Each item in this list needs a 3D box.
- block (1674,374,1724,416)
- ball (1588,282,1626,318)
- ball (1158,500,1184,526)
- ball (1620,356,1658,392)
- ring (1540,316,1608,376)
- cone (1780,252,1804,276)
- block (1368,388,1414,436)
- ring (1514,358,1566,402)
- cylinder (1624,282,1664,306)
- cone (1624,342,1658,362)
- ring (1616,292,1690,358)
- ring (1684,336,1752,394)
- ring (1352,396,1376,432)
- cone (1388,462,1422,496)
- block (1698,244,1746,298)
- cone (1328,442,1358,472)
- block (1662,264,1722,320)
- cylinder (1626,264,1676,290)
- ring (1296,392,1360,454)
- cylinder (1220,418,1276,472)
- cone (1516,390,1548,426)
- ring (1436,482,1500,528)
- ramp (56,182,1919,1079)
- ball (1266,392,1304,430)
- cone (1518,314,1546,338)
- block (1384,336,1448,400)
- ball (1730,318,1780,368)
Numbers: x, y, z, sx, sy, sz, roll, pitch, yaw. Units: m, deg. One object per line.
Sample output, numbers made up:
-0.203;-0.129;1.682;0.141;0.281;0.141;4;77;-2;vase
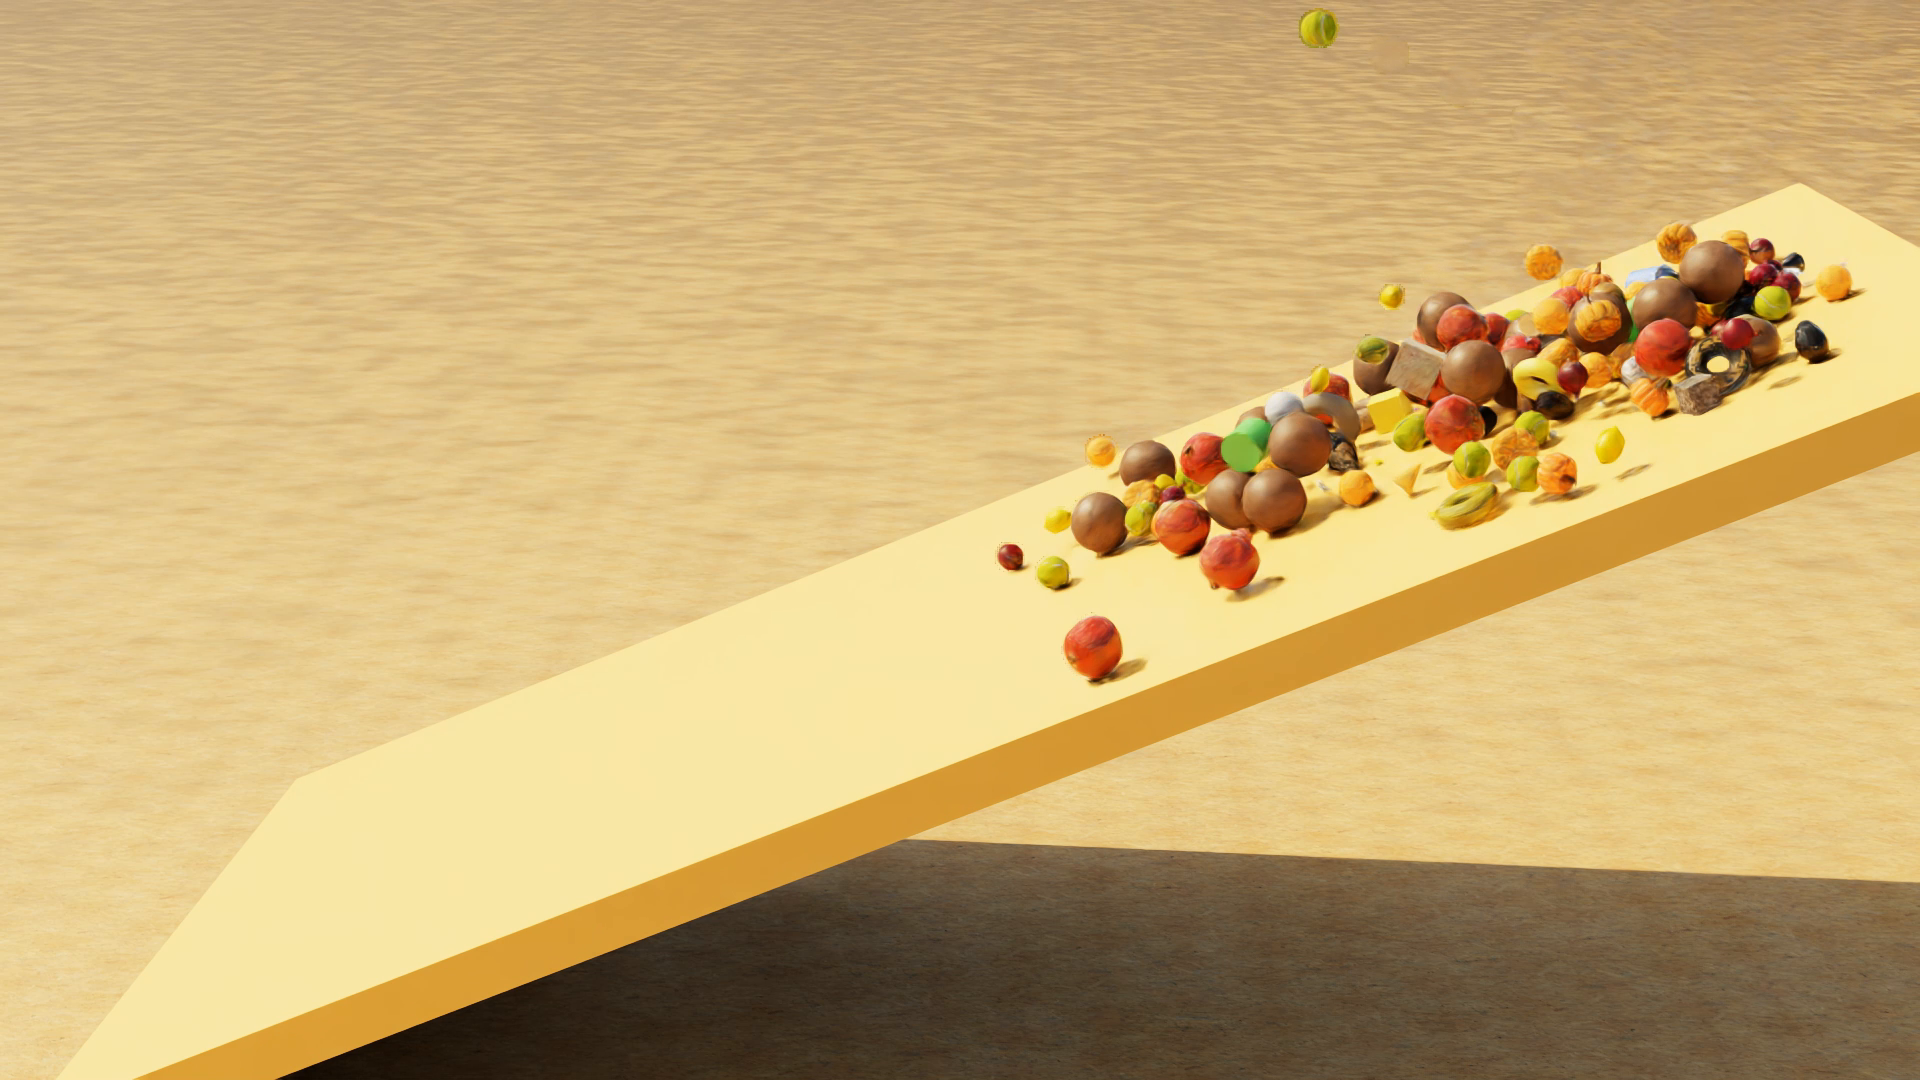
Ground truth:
1.383;-0.272;5.510;0.058;0.058;0.058;-25;12;-8;block
1.332;-0.493;6.059;0.075;0.075;0.075;0;14;0;ball
0.452;-0.057;6.302;0.055;0.055;0.055;0;14;0;ball
1.337;-0.327;5.794;0.072;0.072;0.072;0;14;0;ball
1.265;-0.400;6.053;0.143;0.048;0.143;3;59;-5;ring
1.703;-0.565;6.054;0.050;0.050;0.050;-12;18;-40;cone
0.928;-0.278;6.333;0.071;0.071;0.071;-18;13;23;block
1.159;-0.320;5.882;0.110;0.110;0.037;9;54;31;ring
1.446;-0.486;6.210;0.098;0.098;0.098;3;20;13;cylinder
1.387;-0.370;5.967;0.062;0.062;0.062;4;14;-1;cone
1.414;-0.439;6.005;0.147;0.147;0.049;6;-18;23;ring
1.435;-0.332;5.568;0.125;0.125;0.042;6;-24;23;ring
0.887;-0.275;6.449;0.144;0.048;0.144;-24;12;5;ring
0.882;-0.130;5.758;0.063;0.063;0.063;41;10;-9;cone
1.619;-0.570;6.249;0.067;0.067;0.067;-41;14;28;block
0.813;-0.157;6.119;0.070;0.070;0.070;-6;33;-22;cone
1.541;-0.517;6.191;0.087;0.087;0.087;-16;14;29;block
1.512;-0.556;6.426;0.080;0.080;0.080;-11;3;-38;cylinder
0.785;-0.250;6.298;0.146;0.146;0.049;6;31;22;ring
0.590;-0.195;6.009;0.086;0.086;0.086;8;27;29;cylinder
1.141;-0.279;5.935;0.070;0.070;0.070;-26;7;4;cone
0.941;-0.064;5.452;0.128;0.043;0.128;-29;13;7;ring
0.127;0.172;6.288;4.000;0.100;2.000;-22;12;8;ramp
0.683;-0.272;6.186;0.082;0.082;0.082;0;14;0;ball
1.179;-0.429;6.059;0.056;0.056;0.056;4;-26;15;cone
0.941;-0.354;6.069;0.093;0.093;0.093;25;14;9;block
1.518;-0.376;5.617;0.096;0.096;0.096;0;14;0;ball
